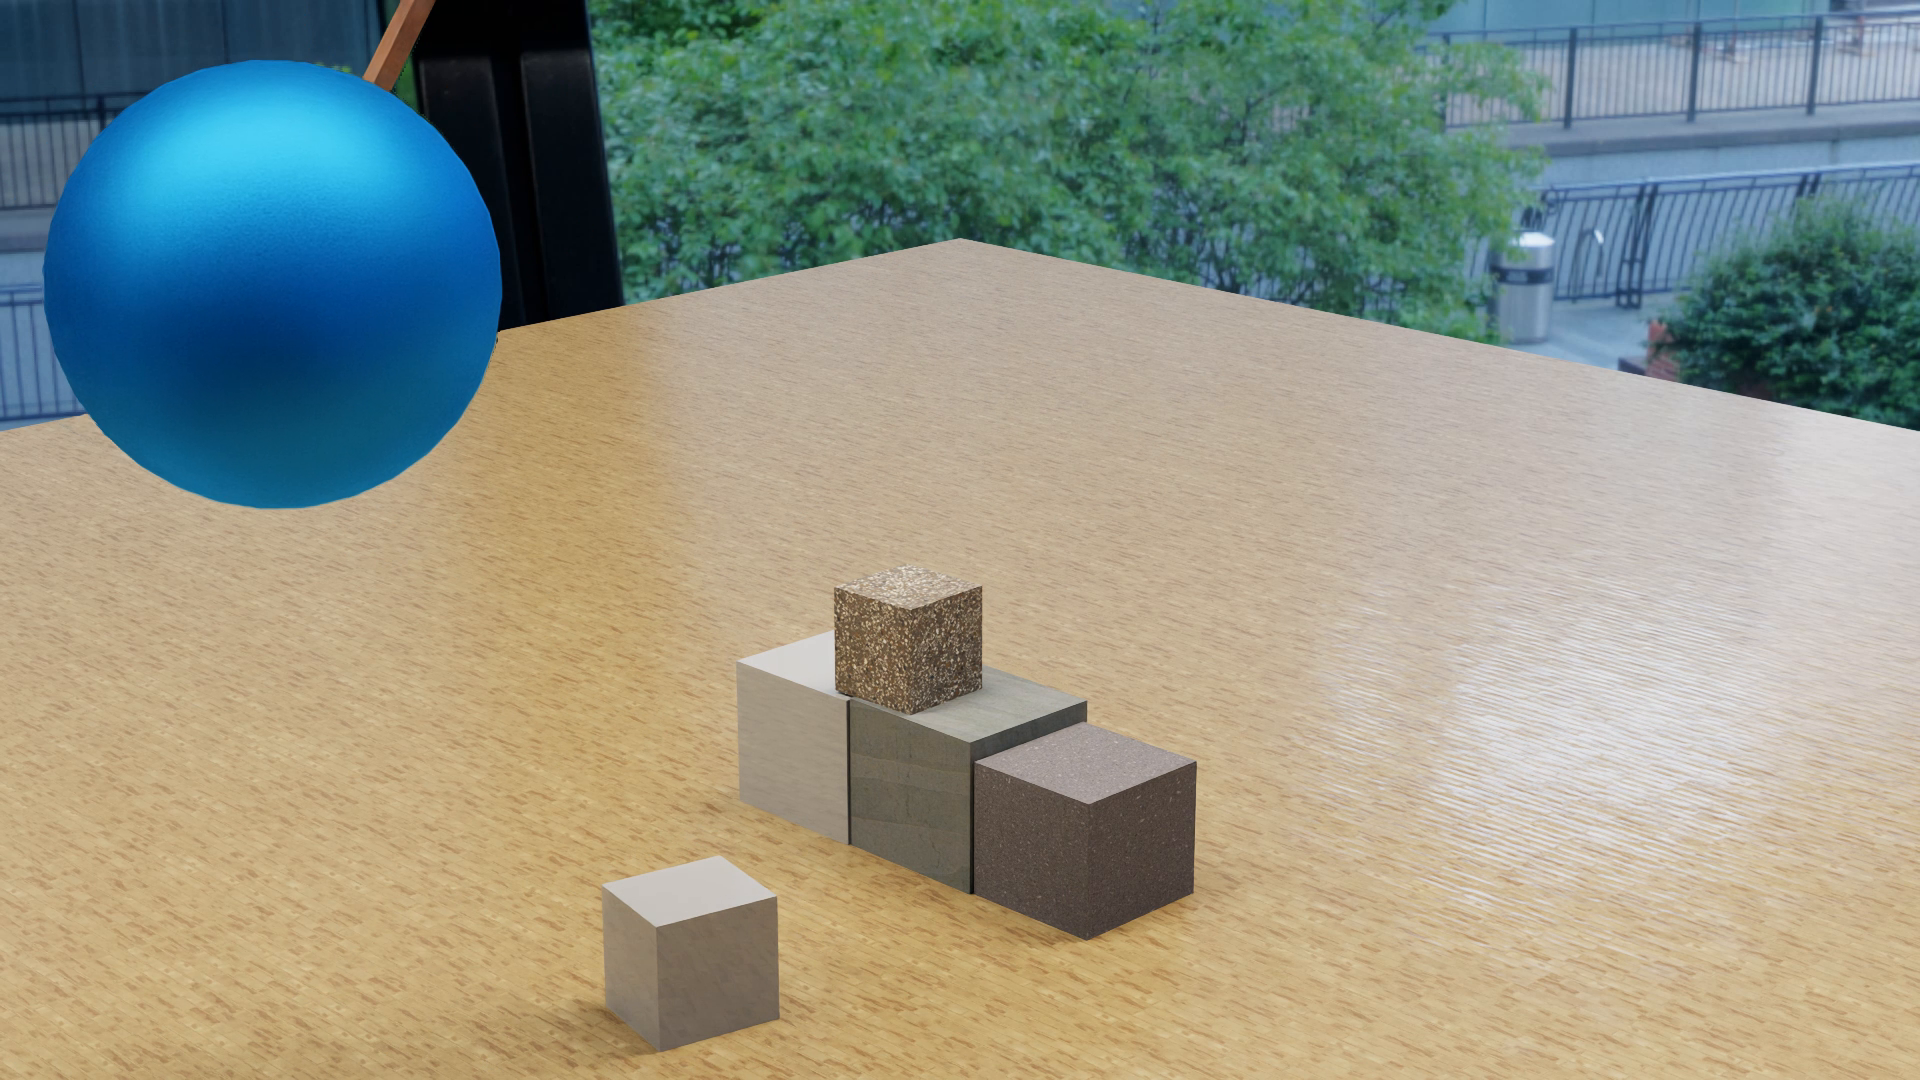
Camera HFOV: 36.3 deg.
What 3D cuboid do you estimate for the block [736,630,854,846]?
[{"bbox_3d":[-0.519,0.923,14.200,0.797,0.724,0.775,-17,24,-42],"label":"block"}]

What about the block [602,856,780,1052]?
[{"bbox_3d":[-1.107,1.691,12.045,0.551,0.551,0.490,-11,21,-31],"label":"block"}]

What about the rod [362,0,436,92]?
[{"bbox_3d":[-1.060,-3.976,10.981,0.080,5.200,0.080,17,-11,42],"label":"rod"}]

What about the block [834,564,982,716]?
[{"bbox_3d":[-0.239,0.455,13.598,0.487,0.507,0.482,16,23,40],"label":"block"}]

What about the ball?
[{"bbox_3d":[-2.445,-0.910,10.493,1.600,1.600,1.600,0,17,0],"label":"ball"}]

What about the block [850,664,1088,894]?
[{"bbox_3d":[0.039,1.087,13.659,0.765,0.736,0.788,-16,24,-42],"label":"block"}]

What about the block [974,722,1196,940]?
[{"bbox_3d":[0.560,1.293,13.161,0.712,0.642,0.692,-17,24,-42],"label":"block"}]
